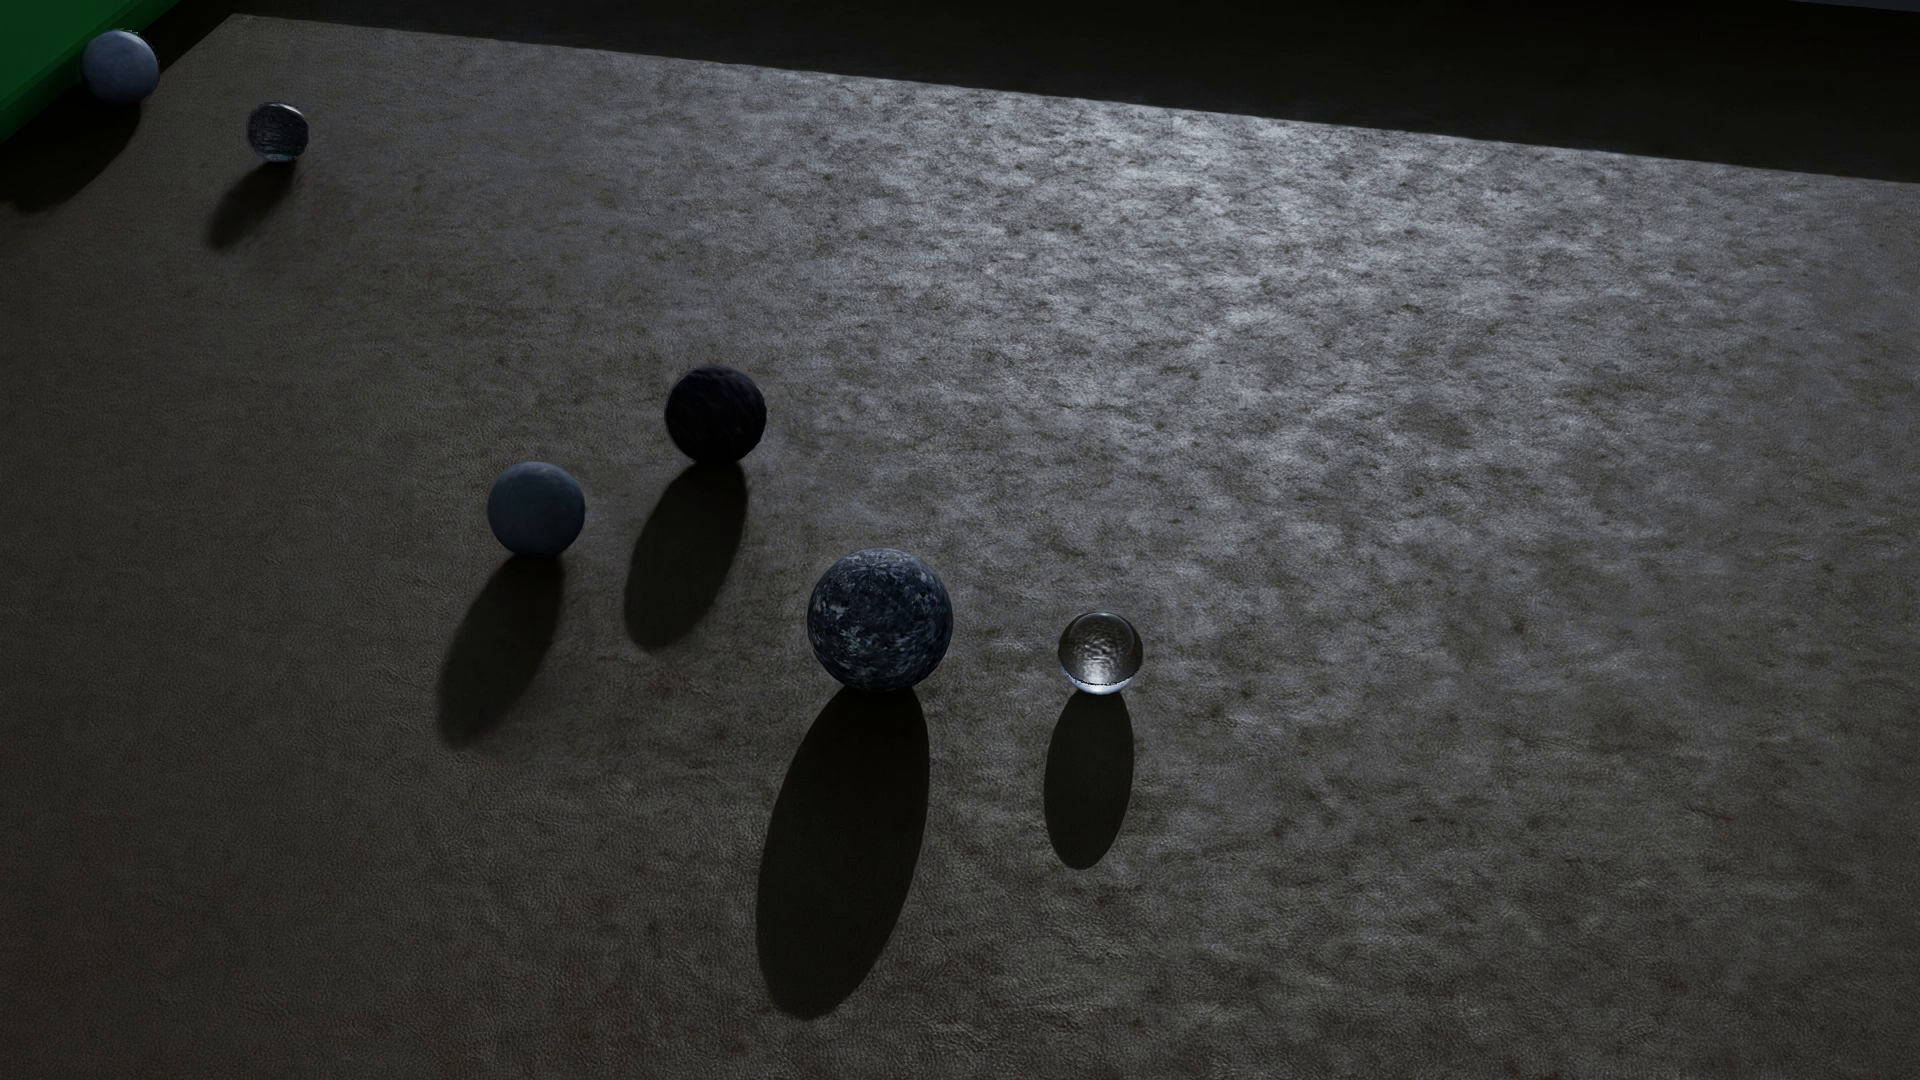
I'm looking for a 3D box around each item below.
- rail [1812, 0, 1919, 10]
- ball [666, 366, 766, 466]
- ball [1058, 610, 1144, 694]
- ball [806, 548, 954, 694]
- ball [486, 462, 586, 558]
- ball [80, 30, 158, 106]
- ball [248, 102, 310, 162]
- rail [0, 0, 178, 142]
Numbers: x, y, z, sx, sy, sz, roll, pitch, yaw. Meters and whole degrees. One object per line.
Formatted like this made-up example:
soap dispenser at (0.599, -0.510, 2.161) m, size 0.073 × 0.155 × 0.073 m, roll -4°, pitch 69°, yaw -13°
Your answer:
rail at (1.322, -0.559, 2.602) m, size 4.256 × 0.129 × 0.045 m, roll 8°, pitch 35°, yaw 11°
ball at (-0.188, -0.096, 1.977) m, size 0.077 × 0.077 × 0.077 m, roll 0°, pitch 35°, yaw 0°
ball at (0.095, 0.076, 1.743) m, size 0.058 × 0.058 × 0.058 m, roll 0°, pitch 35°, yaw 0°
ball at (-0.054, 0.055, 1.737) m, size 0.099 × 0.099 × 0.099 m, roll 0°, pitch 35°, yaw 0°
ball at (-0.309, -0.022, 1.874) m, size 0.071 × 0.071 × 0.071 m, roll 0°, pitch 35°, yaw 0°
ball at (-0.823, -0.462, 2.512) m, size 0.073 × 0.073 × 0.073 m, roll 0°, pitch 35°, yaw 0°
ball at (-0.641, -0.383, 2.412) m, size 0.056 × 0.056 × 0.056 m, roll 0°, pitch 35°, yaw 0°
rail at (-1.011, -0.163, 2.025) m, size 0.045 × 0.129 × 2.503 m, roll 8°, pitch 35°, yaw 11°
